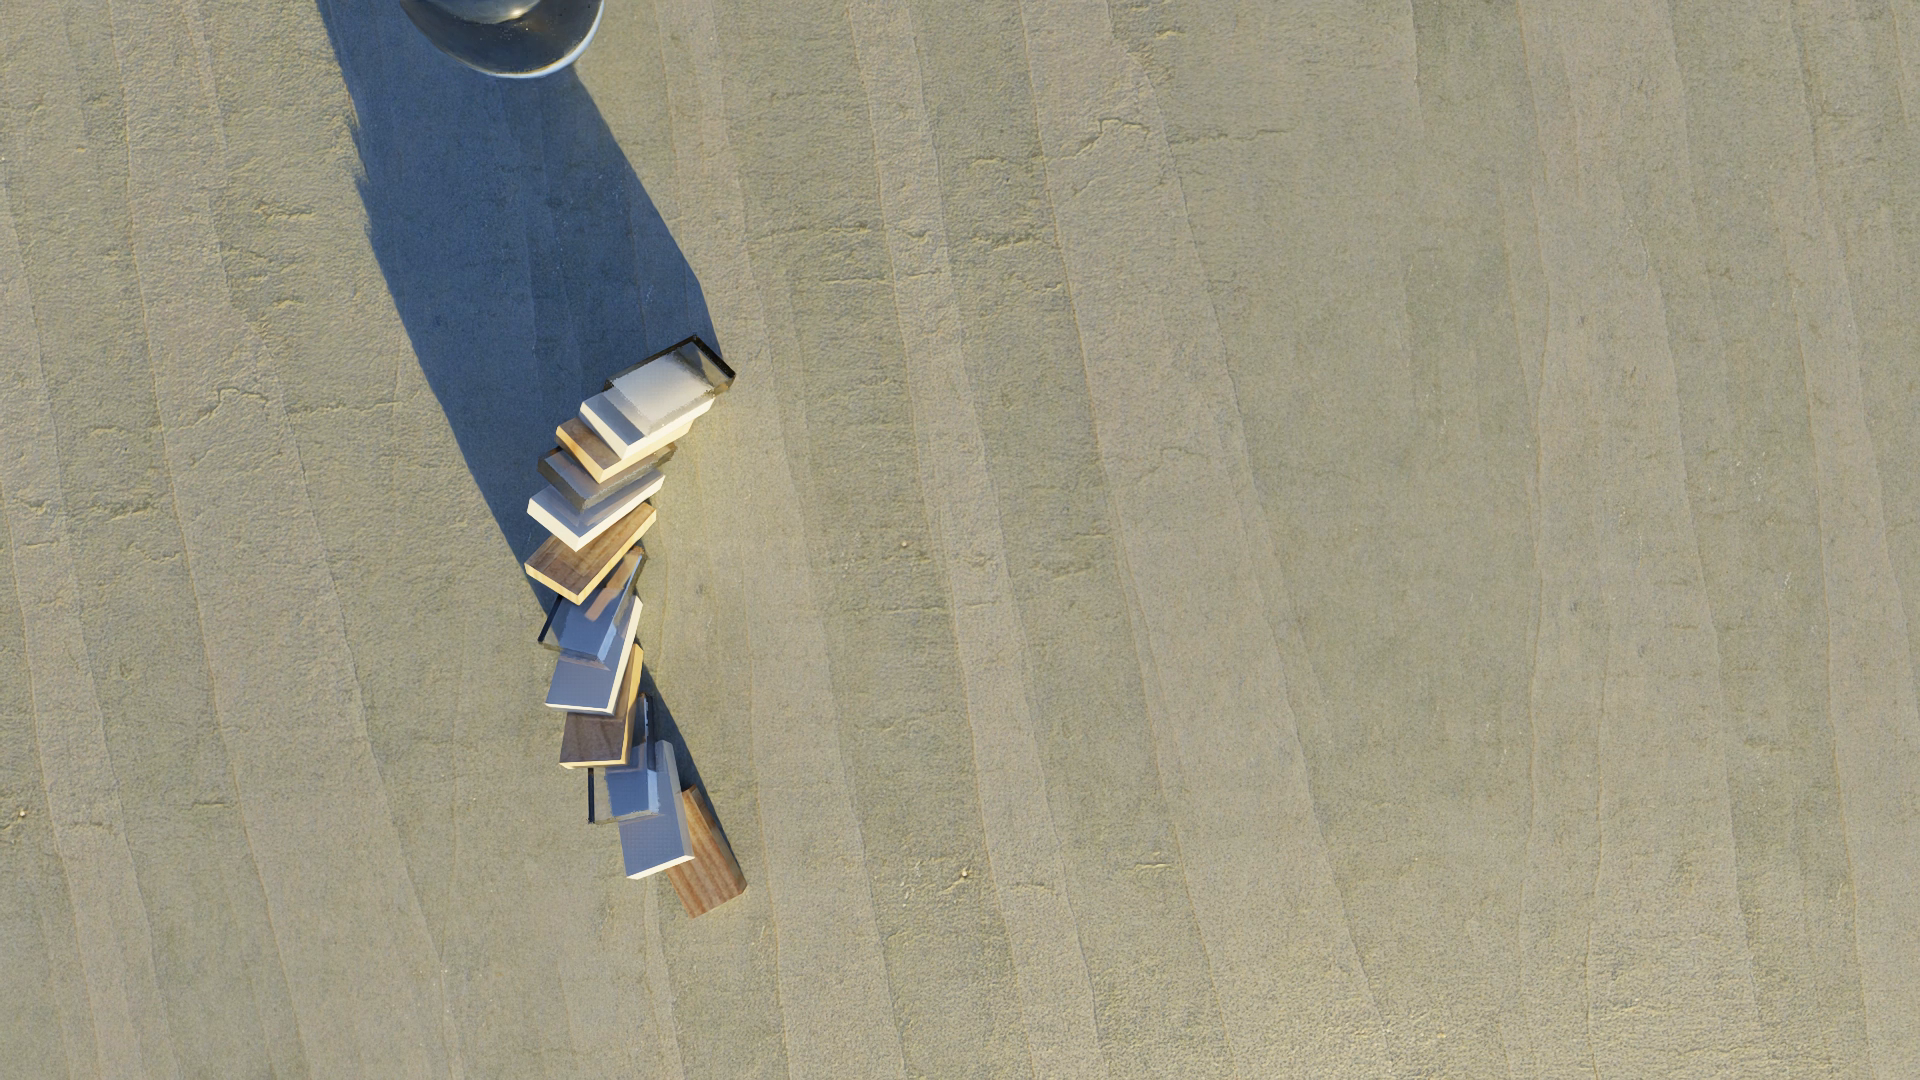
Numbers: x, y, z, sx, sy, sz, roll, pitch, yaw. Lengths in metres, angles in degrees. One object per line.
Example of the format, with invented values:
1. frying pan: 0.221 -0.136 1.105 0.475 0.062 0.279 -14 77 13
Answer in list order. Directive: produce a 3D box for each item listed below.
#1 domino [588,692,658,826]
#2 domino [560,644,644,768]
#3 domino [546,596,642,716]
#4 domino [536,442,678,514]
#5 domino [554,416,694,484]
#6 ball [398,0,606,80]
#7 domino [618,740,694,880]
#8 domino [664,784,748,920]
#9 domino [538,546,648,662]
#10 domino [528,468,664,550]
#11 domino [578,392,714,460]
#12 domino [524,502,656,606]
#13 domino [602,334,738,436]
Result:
1. domino: -0.142 0.091 0.385 0.025 0.010 0.050 -12 65 0
2. domino: -0.150 0.069 0.384 0.025 0.010 0.050 -3 63 0
3. domino: -0.153 0.047 0.384 0.025 0.010 0.050 5 63 0
4. domino: -0.145 -0.034 0.379 0.025 0.050 0.009 45 134 1
5. domino: -0.138 -0.046 0.379 0.025 0.050 0.010 44 134 1
6. ball: -0.182 -0.226 0.360 0.080 0.080 0.080 0 90 0
7. domino: -0.130 0.113 0.385 0.025 0.009 0.050 -21 65 0
8. domino: -0.115 0.134 0.395 0.025 0.010 0.050 -27 90 0
9. domino: -0.153 0.024 0.384 0.025 0.010 0.050 14 63 0
10. domino: -0.149 -0.019 0.379 0.025 0.050 0.010 39 134 0
11. domino: -0.129 -0.055 0.379 0.025 0.050 0.010 44 134 0
12. domino: -0.153 0.000 0.382 0.025 0.009 0.050 32 56 0
13. domino: -0.119 -0.065 0.379 0.025 0.050 0.009 44 134 0
